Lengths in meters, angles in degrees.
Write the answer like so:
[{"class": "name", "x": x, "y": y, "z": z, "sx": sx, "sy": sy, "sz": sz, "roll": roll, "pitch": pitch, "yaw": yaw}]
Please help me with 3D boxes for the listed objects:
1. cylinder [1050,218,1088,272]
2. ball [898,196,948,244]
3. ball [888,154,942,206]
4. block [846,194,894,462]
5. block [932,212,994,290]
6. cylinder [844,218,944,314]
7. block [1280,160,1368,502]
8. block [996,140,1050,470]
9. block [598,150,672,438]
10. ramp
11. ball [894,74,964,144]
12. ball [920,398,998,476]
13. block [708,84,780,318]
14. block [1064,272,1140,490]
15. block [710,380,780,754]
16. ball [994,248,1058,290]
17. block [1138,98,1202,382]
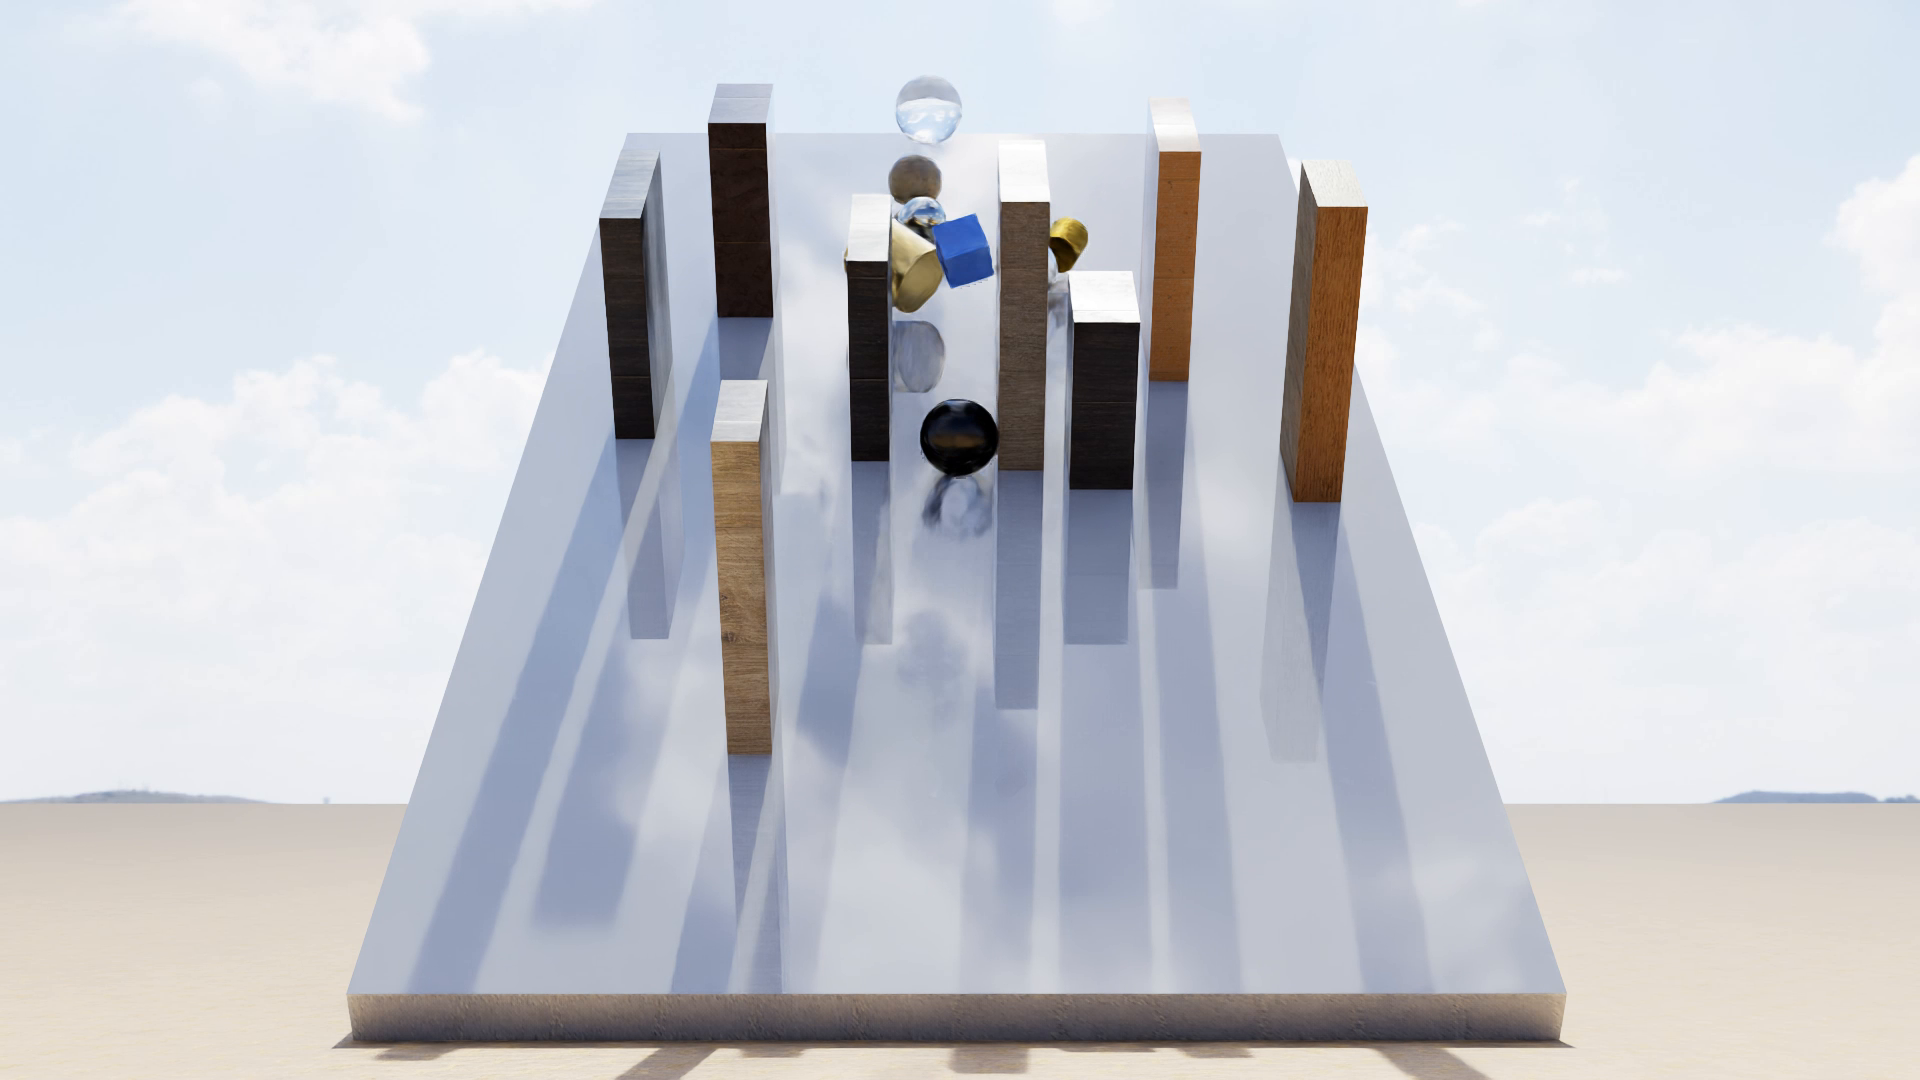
[{"class": "cylinder", "x": 0.275, "y": -0.787, "z": 6.446, "sx": 0.109, "sy": 0.109, "sz": 0.109, "roll": -3, "pitch": 32, "yaw": 26}, {"class": "ball", "x": -0.103, "y": -0.874, "z": 6.630, "sx": 0.136, "sy": 0.136, "sz": 0.136, "roll": 0, "pitch": -6, "yaw": 0}, {"class": "ball", "x": -0.127, "y": -1.020, "z": 6.863, "sx": 0.157, "sy": 0.157, "sz": 0.157, "roll": 0, "pitch": -6, "yaw": 0}, {"class": "block", "x": -0.206, "y": -0.495, "z": 5.605, "sx": 0.089, "sy": 0.500, "sz": 0.389, "roll": 0, "pitch": 30, "yaw": 0}, {"class": "block", "x": 0.007, "y": -0.707, "z": 5.907, "sx": 0.112, "sy": 0.112, "sz": 0.112, "roll": -18, "pitch": -34, "yaw": -4}, {"class": "cylinder", "x": -0.168, "y": -0.713, "z": 6.220, "sx": 0.189, "sy": 0.189, "sz": 0.189, "roll": 36, "pitch": 9, "yaw": 24}, {"class": "block", "x": 0.799, "y": -0.458, "z": 5.339, "sx": 0.106, "sy": 0.707, "sz": 0.271, "roll": 0, "pitch": 30, "yaw": 0}, {"class": "block", "x": 0.139, "y": -0.537, "z": 5.521, "sx": 0.105, "sy": 0.657, "sz": 0.372, "roll": 0, "pitch": 30, "yaw": 0}, {"class": "block", "x": -0.760, "y": -0.583, "z": 5.700, "sx": 0.092, "sy": 0.554, "sz": 0.427, "roll": 0, "pitch": 30, "yaw": 0}, {"class": "ramp", "x": -0.013, "y": -0.211, "z": 5.713, "sx": 2.000, "sy": 0.100, "sz": 4.000, "roll": 0, "pitch": 30, "yaw": 0}, {"class": "ball", "x": -0.090, "y": -1.235, "z": 6.934, "sx": 0.198, "sy": 0.198, "sz": 0.198, "roll": 0, "pitch": -6, "yaw": 0}, {"class": "ball", "x": -0.002, "y": -0.233, "z": 5.473, "sx": 0.178, "sy": 0.178, "sz": 0.178, "roll": 0, "pitch": -6, "yaw": 0}, {"class": "block", "x": -0.555, "y": -0.878, "z": 6.240, "sx": 0.145, "sy": 0.528, "sz": 0.293, "roll": 0, "pitch": 30, "yaw": 0}, {"class": "block", "x": 0.318, "y": -0.362, "z": 5.462, "sx": 0.143, "sy": 0.415, "sz": 0.274, "roll": 0, "pitch": 30, "yaw": 0}, {"class": "block", "x": -0.395, "y": 0.055, "z": 4.481, "sx": 0.084, "sy": 0.664, "sz": 0.242, "roll": 0, "pitch": 30, "yaw": 0}, {"class": "ball", "x": 0.173, "y": -0.709, "z": 6.315, "sx": 0.165, "sy": 0.165, "sz": 0.165, "roll": 0, "pitch": -6, "yaw": 0}, {"class": "block", "x": 0.513, "y": -0.741, "z": 5.940, "sx": 0.098, "sy": 0.596, "sz": 0.371, "roll": 0, "pitch": 30, "yaw": 0}]
